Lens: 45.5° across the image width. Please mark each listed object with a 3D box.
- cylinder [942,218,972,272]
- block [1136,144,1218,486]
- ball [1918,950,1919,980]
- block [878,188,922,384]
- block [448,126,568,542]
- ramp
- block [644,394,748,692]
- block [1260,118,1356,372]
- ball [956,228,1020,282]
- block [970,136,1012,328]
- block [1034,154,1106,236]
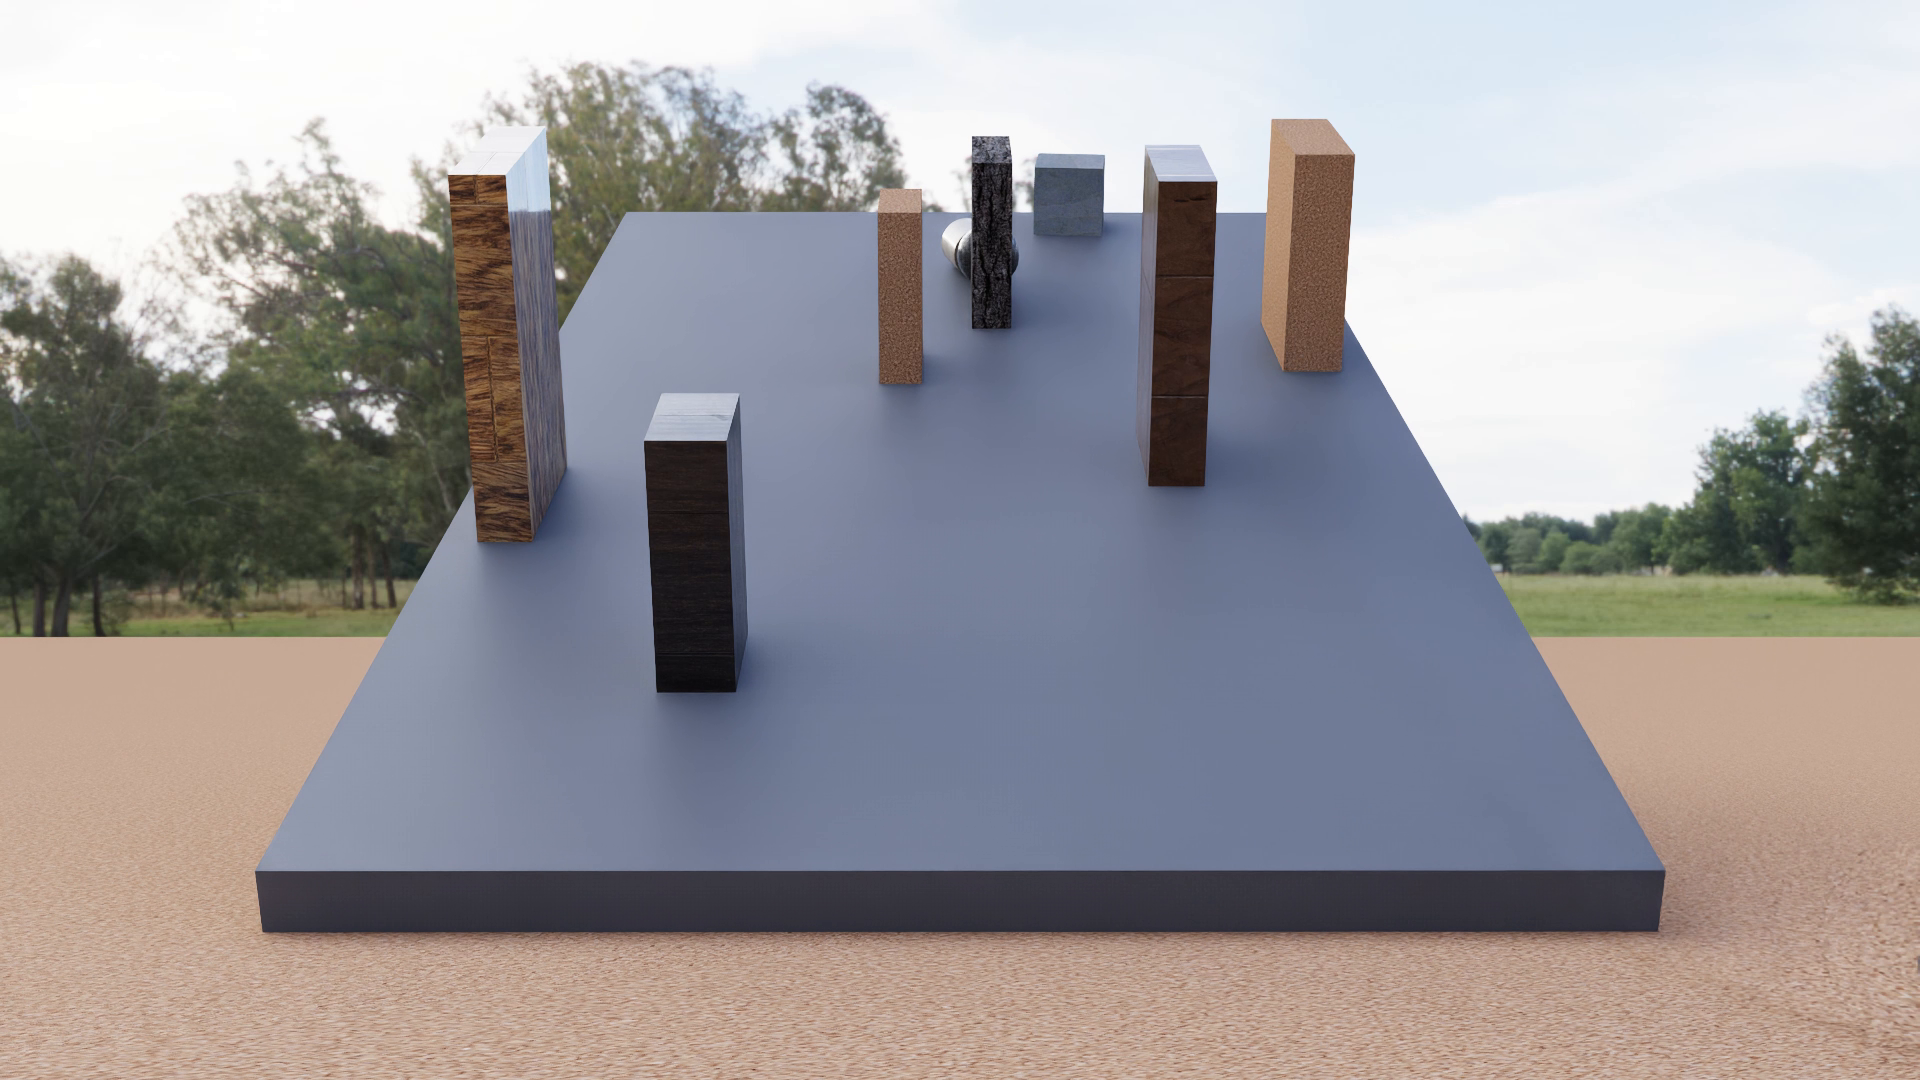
[{"bbox_3d":[0.031,-0.802,6.285,0.135,0.135,0.135,1,21,-17],"label":"cylinder"},{"bbox_3d":[0.446,-0.471,4.763,0.116,0.636,0.350,0,22,0],"label":"block"},{"bbox_3d":[1.036,0.418,2.212,0.204,0.204,0.204,0,-2,0],"label":"ball"},{"bbox_3d":[-0.139,-0.601,5.402,0.099,0.408,0.245,0,22,0],"label":"block"},{"bbox_3d":[-0.879,-0.410,4.492,0.105,0.718,0.439,0,22,0],"label":"block"},{"bbox_3d":[-0.006,-0.218,5.123,2.000,0.100,4.000,0,22,0],"label":"ramp"},{"bbox_3d":[-0.437,0.003,3.823,0.131,0.441,0.244,0,22,0],"label":"block"},{"bbox_3d":[0.839,-0.722,5.559,0.138,0.521,0.423,0,22,0],"label":"block"},{"bbox_3d":[0.076,-0.764,6.145,0.168,0.168,0.168,0,-2,0],"label":"ball"},{"bbox_3d":[0.080,-0.792,5.867,0.099,0.423,0.329,0,22,0],"label":"block"},{"bbox_3d":[0.323,-1.020,6.754,0.199,0.199,0.199,2,22,5],"label":"block"}]
